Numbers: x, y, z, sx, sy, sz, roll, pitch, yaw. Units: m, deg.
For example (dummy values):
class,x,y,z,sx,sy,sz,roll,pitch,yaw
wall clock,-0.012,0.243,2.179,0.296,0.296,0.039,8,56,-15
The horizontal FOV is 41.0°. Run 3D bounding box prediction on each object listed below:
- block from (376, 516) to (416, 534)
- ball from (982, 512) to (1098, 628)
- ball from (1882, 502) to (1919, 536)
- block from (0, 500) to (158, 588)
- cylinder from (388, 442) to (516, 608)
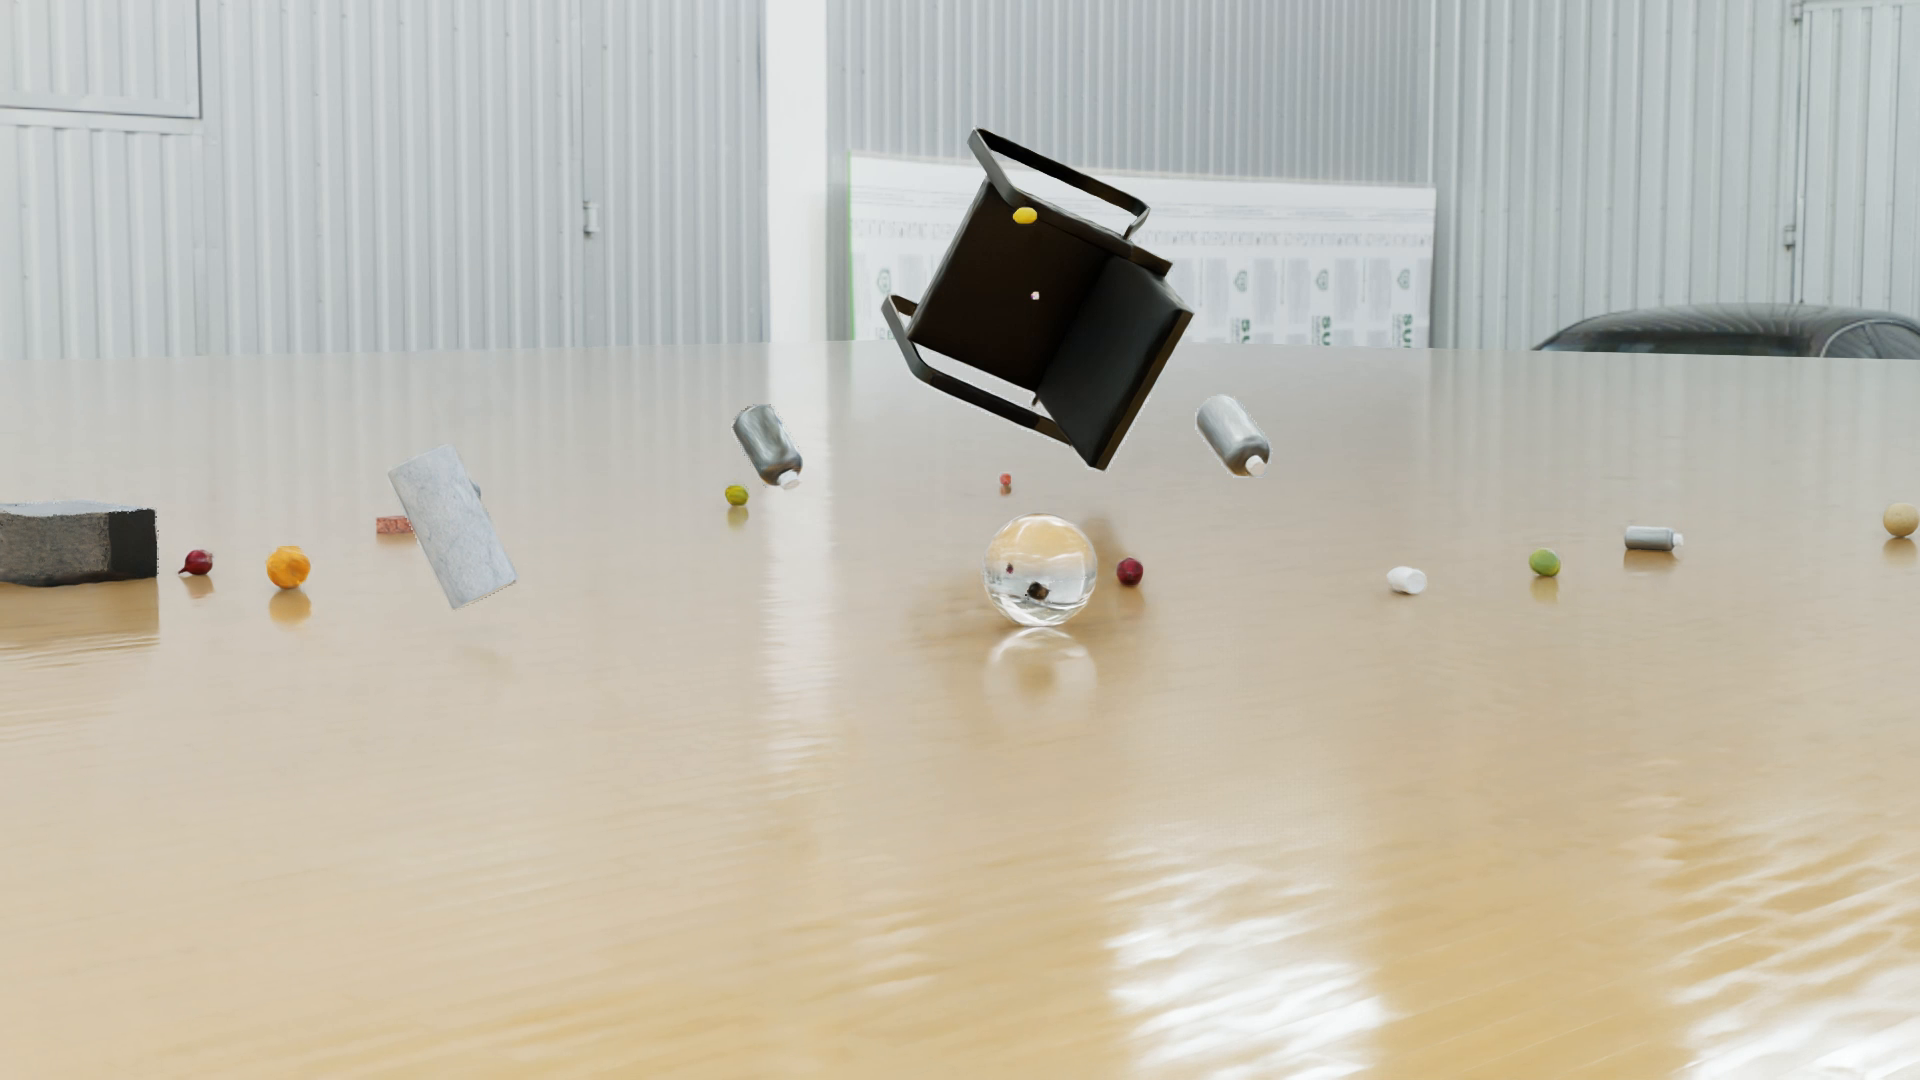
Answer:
class,x,y,z,sx,sy,sz,roll,pitch,yaw
block,-1.446,-0.039,6.594,0.064,0.040,0.085,4,7,37
ball,0.149,0.056,4.810,0.217,0.217,0.217,0,6,0
ball,2.378,-0.052,6.484,0.089,0.089,0.089,0,6,0
block,-1.981,0.004,5.636,0.357,0.150,0.275,6,8,44
cylinder,-0.950,-0.026,4.800,0.132,0.282,0.128,-28,5,-37
